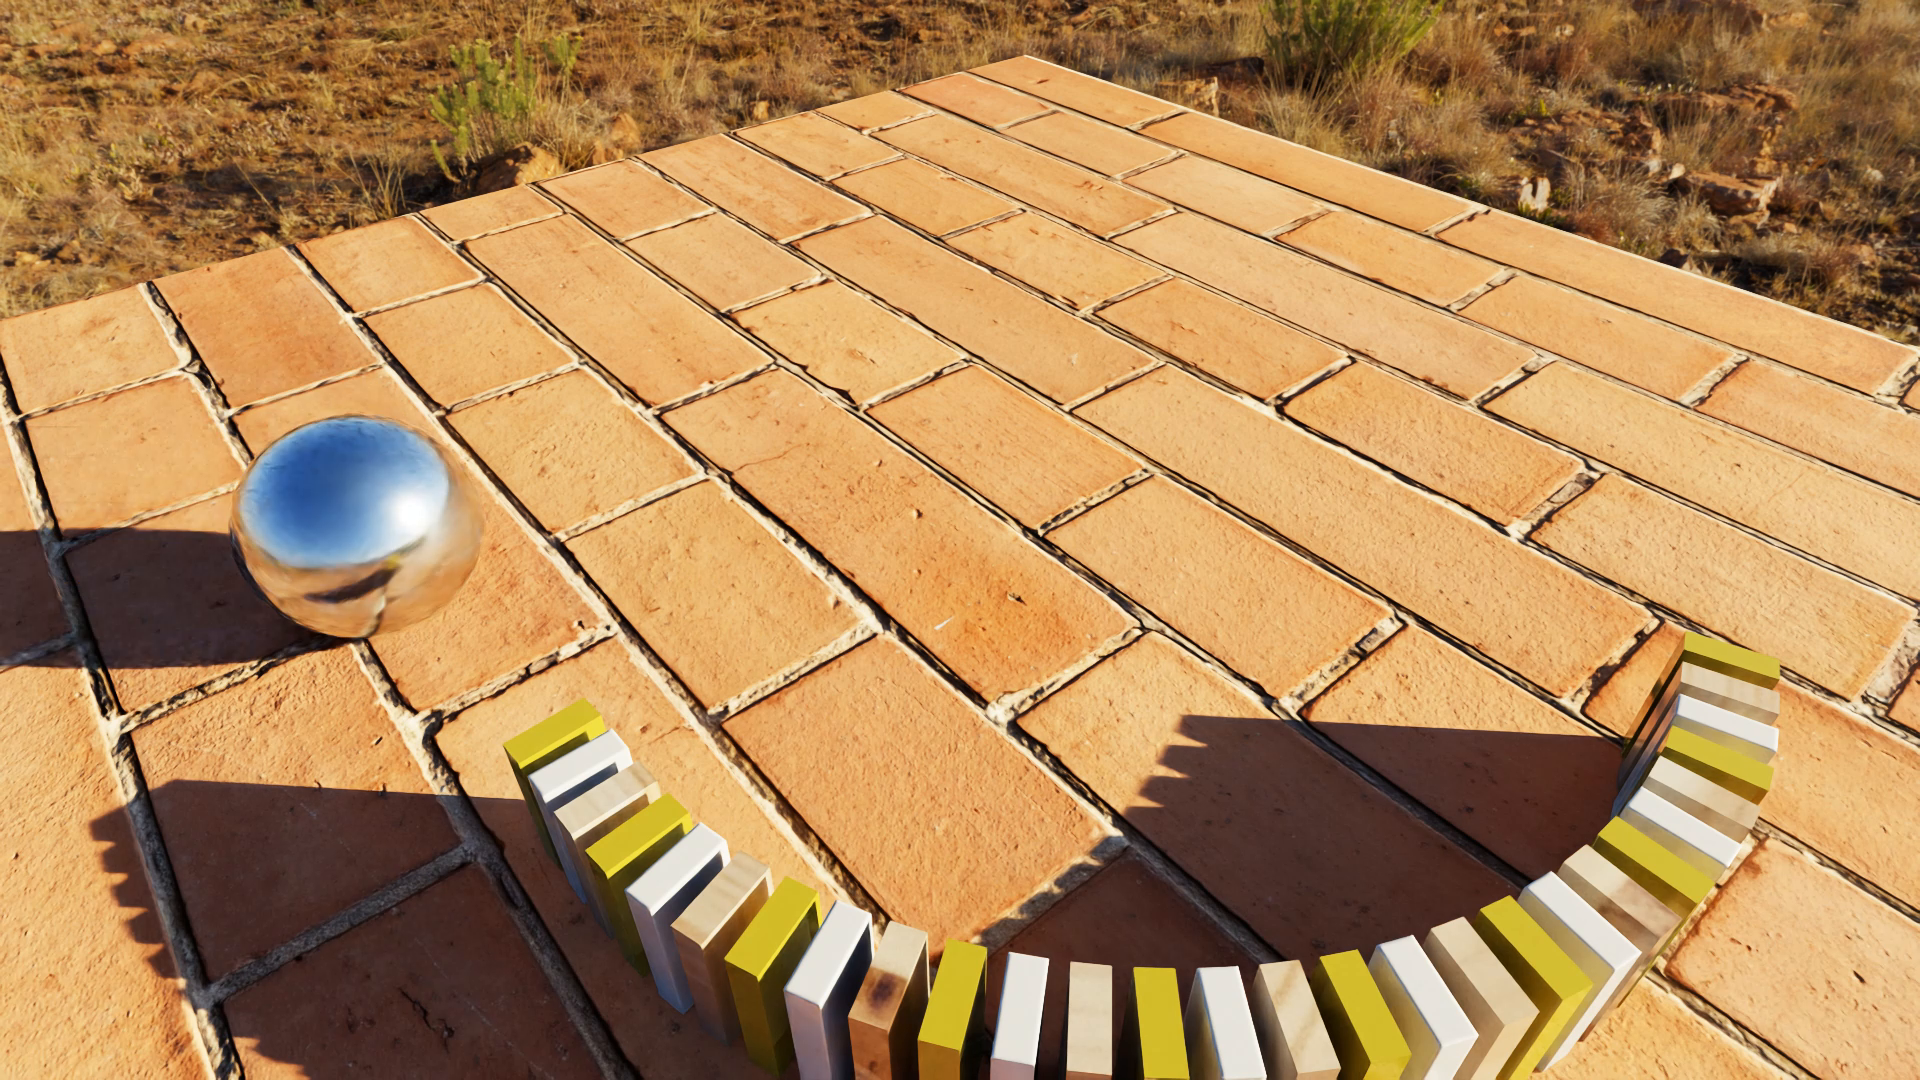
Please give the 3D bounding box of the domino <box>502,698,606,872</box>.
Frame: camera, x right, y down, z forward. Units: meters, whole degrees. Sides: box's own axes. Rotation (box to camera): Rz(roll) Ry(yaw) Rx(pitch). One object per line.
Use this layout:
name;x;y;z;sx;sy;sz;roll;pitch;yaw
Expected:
domino;-0.114;0.072;0.323;0.025;0.050;0.009;-31;49;-33

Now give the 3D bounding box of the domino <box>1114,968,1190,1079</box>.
domino;0.044;0.125;0.258;0.009;0.050;0.025;1;39;1

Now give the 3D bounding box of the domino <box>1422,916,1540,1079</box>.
domino;0.120;0.118;0.268;0.010;0.050;0.025;-13;41;-15

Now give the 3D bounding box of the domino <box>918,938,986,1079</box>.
domino;-0.001;0.121;0.264;0.009;0.050;0.025;9;40;11

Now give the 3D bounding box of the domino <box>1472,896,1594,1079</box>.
domino;0.134;0.114;0.272;0.009;0.050;0.025;-16;42;-19

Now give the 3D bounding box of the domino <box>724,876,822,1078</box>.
domino;-0.045;0.110;0.277;0.010;0.050;0.025;19;43;21

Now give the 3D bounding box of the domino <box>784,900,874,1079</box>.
domino;-0.031;0.115;0.271;0.009;0.050;0.025;15;42;18

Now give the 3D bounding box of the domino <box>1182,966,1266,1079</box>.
domino;0.060;0.125;0.259;0.009;0.050;0.025;-2;39;-2

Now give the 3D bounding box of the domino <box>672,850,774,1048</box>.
domino;-0.058;0.106;0.283;0.009;0.050;0.025;22;44;24

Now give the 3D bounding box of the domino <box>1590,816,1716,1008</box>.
domino;0.174;0.099;0.291;0.009;0.050;0.025;-26;46;-28

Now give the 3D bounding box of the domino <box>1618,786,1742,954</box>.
domino;0.186;0.093;0.298;0.010;0.050;0.025;-30;48;-31

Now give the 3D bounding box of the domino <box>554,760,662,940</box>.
domino;-0.093;0.087;0.306;0.025;0.050;0.009;-31;48;-32

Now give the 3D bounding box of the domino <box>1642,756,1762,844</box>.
domino;0.197;0.086;0.307;0.025;0.050;0.009;31;49;32

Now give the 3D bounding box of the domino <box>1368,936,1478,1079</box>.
domino;0.105;0.121;0.264;0.010;0.050;0.025;-10;40;-12

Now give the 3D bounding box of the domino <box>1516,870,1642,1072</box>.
domino;0.148;0.110;0.278;0.010;0.050;0.025;-19;43;-22

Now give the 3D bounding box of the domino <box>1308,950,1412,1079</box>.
domino;0.090;0.123;0.261;0.010;0.050;0.025;-7;40;-9

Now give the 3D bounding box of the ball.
ball;-0.214;-0.005;0.394;0.080;0.080;0.080;0;39;0

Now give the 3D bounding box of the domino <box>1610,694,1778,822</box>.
domino;0.216;0.070;0.325;0.025;0.050;0.009;22;44;25

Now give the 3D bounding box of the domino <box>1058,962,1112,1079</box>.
domino;0.029;0.125;0.259;0.010;0.050;0.025;4;39;5

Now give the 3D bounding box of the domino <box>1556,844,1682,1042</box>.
domino;0.161;0.105;0.284;0.010;0.050;0.025;-23;44;-25

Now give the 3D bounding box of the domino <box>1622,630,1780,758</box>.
domino;0.232;0.054;0.346;0.025;0.050;0.010;20;43;23

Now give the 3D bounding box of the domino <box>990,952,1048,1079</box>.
domino;0.014;0.123;0.261;0.009;0.050;0.025;7;40;8

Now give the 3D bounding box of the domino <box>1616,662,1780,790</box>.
domino;0.224;0.062;0.336;0.025;0.050;0.009;20;44;23

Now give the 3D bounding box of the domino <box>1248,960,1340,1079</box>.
domino;0.075;0.124;0.260;0.010;0.050;0.025;-4;40;-5

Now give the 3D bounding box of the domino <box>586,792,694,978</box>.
domino;-0.082;0.094;0.297;0.009;0.050;0.025;31;48;32

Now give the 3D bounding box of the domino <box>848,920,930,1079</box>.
domino;-0.016;0.118;0.267;0.010;0.050;0.025;12;41;15

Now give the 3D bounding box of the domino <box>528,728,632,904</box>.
domino;-0.104;0.080;0.314;0.025;0.050;0.009;-29;48;-31

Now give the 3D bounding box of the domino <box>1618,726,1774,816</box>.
domino;0.207;0.079;0.316;0.025;0.050;0.010;26;46;28

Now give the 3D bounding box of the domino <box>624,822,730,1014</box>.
domino;-0.071;0.100;0.289;0.009;0.050;0.025;25;46;27
